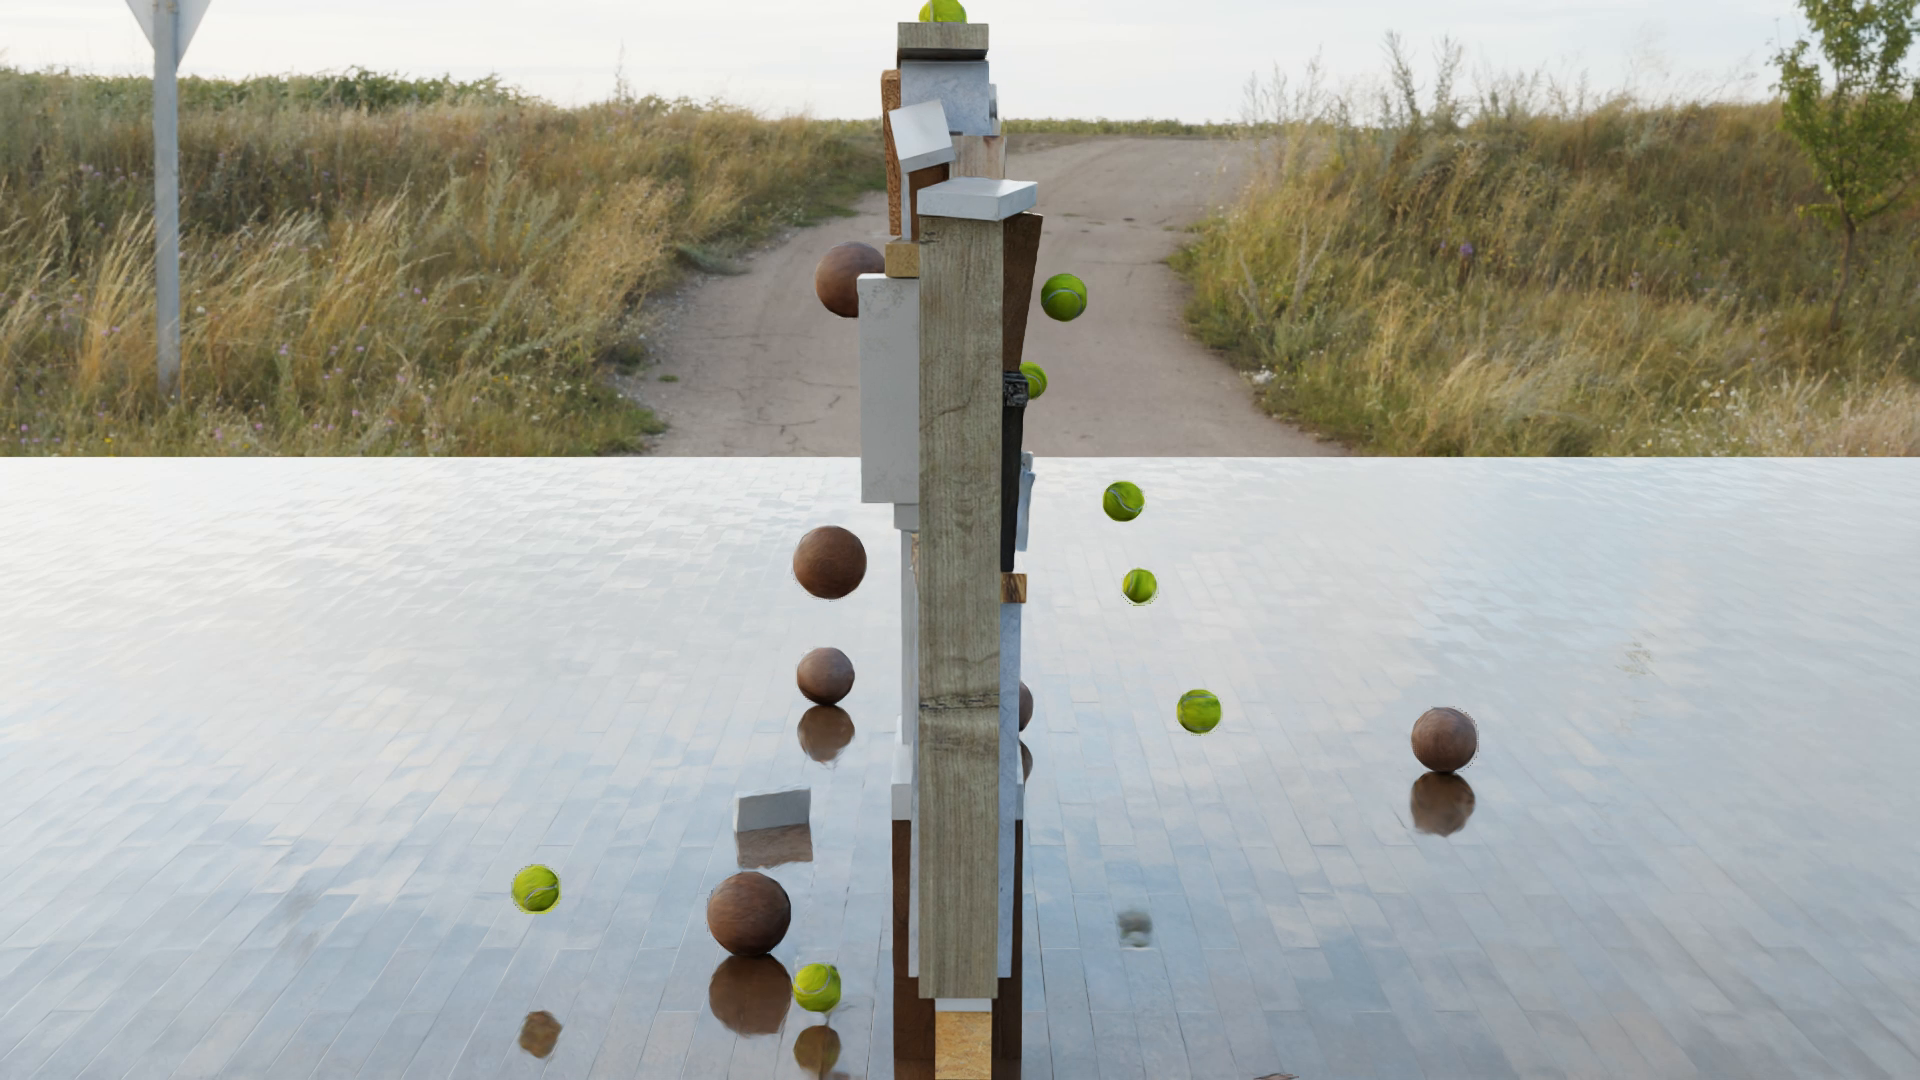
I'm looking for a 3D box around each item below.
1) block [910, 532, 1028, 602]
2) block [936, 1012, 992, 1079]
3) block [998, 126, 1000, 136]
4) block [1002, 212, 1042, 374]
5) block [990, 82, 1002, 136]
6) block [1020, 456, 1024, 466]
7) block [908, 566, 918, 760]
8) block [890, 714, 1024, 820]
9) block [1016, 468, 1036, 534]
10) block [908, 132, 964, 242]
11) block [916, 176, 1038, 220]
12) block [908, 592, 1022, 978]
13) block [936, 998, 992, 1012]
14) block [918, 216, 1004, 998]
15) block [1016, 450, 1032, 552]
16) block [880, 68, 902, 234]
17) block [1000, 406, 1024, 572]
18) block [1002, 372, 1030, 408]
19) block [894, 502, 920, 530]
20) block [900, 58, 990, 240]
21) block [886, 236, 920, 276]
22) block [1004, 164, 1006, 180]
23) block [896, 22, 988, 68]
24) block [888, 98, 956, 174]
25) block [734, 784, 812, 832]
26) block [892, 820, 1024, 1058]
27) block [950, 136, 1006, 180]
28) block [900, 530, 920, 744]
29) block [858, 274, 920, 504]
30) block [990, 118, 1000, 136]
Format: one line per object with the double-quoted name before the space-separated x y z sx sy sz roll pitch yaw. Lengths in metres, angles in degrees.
"block" 0.008 0.035 2.883 0.134 0.038 0.267 1 11 -4
"block" 0.004 0.669 2.847 0.072 0.144 0.020 0 10 0
"block" 0.004 -0.524 3.336 0.110 0.220 0.031 -1 32 -1
"block" 0.039 -0.318 2.783 0.100 0.201 0.028 8 10 -3
"block" 0.007 -0.619 3.370 0.110 0.031 0.220 0 -26 4
"block" 0.045 -0.122 3.553 0.056 0.016 0.112 13 21 42
"block" 0.000 0.169 3.003 0.134 0.267 0.038 1 11 8
"block" -0.004 0.315 3.087 0.176 0.050 0.352 0 11 0
"block" 0.081 -0.064 3.605 0.056 0.112 0.016 18 16 2
"block" -0.030 -0.469 2.919 0.071 0.142 0.020 0 10 12
"block" 0.023 -0.419 2.690 0.100 0.028 0.201 7 15 14
"block" 0.005 0.319 2.842 0.134 0.505 0.038 1 10 -3
"block" 0.005 0.580 2.879 0.072 0.020 0.144 0 10 0
"block" 0.000 0.097 2.726 0.100 0.985 0.028 0 10 0
"block" 0.074 -0.066 3.685 0.084 0.168 0.024 2 11 -4
"block" -0.043 -0.539 3.067 0.119 0.238 0.034 1 36 5
"block" 0.020 -0.068 2.749 0.106 0.211 0.030 3 11 -4
"block" 0.025 -0.200 2.796 0.106 0.030 0.211 3 11 -4
"block" -0.007 -0.064 3.160 0.156 0.044 0.312 0 11 2
"block" -0.020 -0.526 2.964 0.119 0.238 0.034 0 18 1
"block" -0.009 -0.394 3.029 0.152 0.043 0.304 1 11 5
"block" 0.019 -0.356 3.474 0.110 0.482 0.031 -1 27 0
"block" -0.027 -0.663 2.984 0.119 0.034 0.238 0 3 -3
"block" -0.050 -0.528 2.869 0.071 0.020 0.142 -14 37 2
"block" -0.342 0.489 4.016 0.140 0.070 0.020 -5 22 -25
"block" -0.003 0.534 3.008 0.176 0.352 0.050 0 11 0
"block" 0.020 -0.379 2.861 0.071 0.299 0.020 1 -7 5
"block" -0.004 0.130 3.088 0.156 0.312 0.044 0 11 0
"block" -0.057 -0.202 2.956 0.152 0.304 0.043 1 14 3
"block" 0.002 -0.594 3.162 0.099 0.028 0.199 4 10 3
